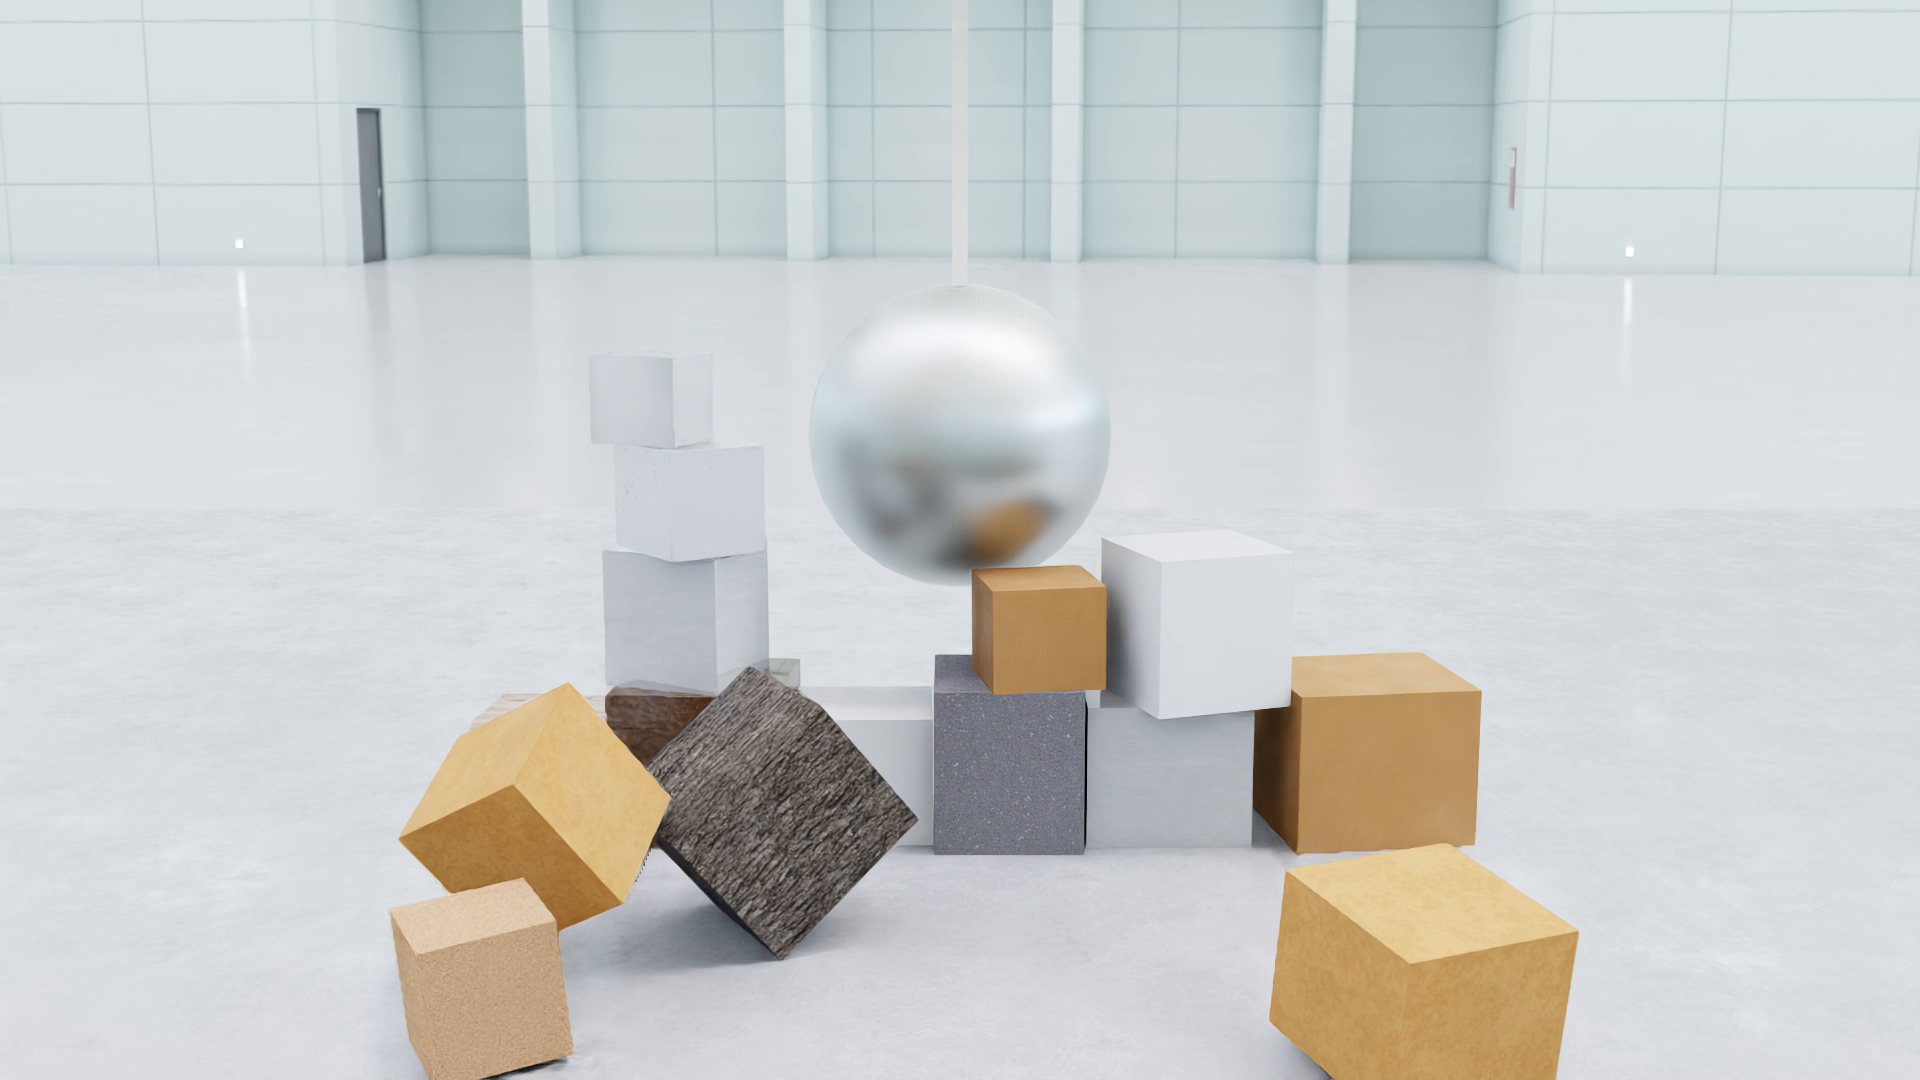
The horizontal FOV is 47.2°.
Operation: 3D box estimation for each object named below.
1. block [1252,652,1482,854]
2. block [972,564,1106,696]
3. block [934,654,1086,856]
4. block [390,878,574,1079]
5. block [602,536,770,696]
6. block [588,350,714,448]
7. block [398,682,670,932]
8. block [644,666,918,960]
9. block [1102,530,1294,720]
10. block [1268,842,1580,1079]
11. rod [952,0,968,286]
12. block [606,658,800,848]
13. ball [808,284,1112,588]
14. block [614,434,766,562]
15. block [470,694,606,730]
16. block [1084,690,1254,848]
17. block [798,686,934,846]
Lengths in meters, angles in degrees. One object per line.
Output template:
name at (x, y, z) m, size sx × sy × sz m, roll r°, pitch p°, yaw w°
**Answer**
block at (2.074, 1.083, 11.359) m, size 0.928 × 0.805 × 0.851 m, roll -2°, pitch 10°, yaw -9°
block at (0.390, 0.443, 11.039) m, size 0.567 × 0.517 × 0.567 m, roll -2°, pitch 11°, yaw -10°
block at (0.242, 1.086, 11.273) m, size 0.746 × 0.831 × 0.822 m, roll 0°, pitch 10°, yaw 0°
block at (-1.850, 1.703, 8.494) m, size 0.532 × 0.552 × 0.511 m, roll -11°, pitch 15°, yaw -23°
block at (-1.393, 0.358, 11.242) m, size 0.619 × 0.695 × 0.632 m, roll 4°, pitch 11°, yaw 19°
block at (-1.529, -0.707, 10.913) m, size 0.475 × 0.437 × 0.384 m, roll 4°, pitch 10°, yaw 23°
block at (-1.760, 1.158, 9.177) m, size 0.656 × 0.697 × 0.662 m, roll -26°, pitch 25°, yaw 27°
block at (-0.873, 1.201, 9.830) m, size 0.859 × 0.746 × 0.815 m, roll -45°, pitch 26°, yaw -14°
block at (1.186, 0.408, 11.101) m, size 0.723 × 0.780 × 0.712 m, roll -4°, pitch 11°, yaw -20°
block at (1.740, 1.658, 8.336) m, size 0.764 × 0.653 × 0.787 m, roll -5°, pitch 19°, yaw -25°
rod at (0.000, -3.830, 10.712) m, size 0.080 × 5.200 × 0.080 m, roll 0°, pitch 15°, yaw 0°
block at (-1.305, 1.088, 11.374) m, size 0.835 × 0.789 × 0.862 m, roll 1°, pitch 10°, yaw 5°
ball at (0.000, -0.549, 11.606) m, size 1.600 × 1.600 × 1.600 m, roll 0°, pitch 10°, yaw 0°
block at (-1.355, -0.224, 11.003) m, size 0.522 × 0.534 × 0.600 m, roll -7°, pitch 12°, yaw -34°
block at (-2.098, 1.173, 11.433) m, size 0.706 × 0.602 × 0.615 m, roll 1°, pitch 10°, yaw 5°
block at (1.048, 1.119, 11.391) m, size 0.829 × 0.723 × 0.800 m, roll 0°, pitch 10°, yaw 0°
block at (-0.494, 1.158, 11.369) m, size 0.704 × 0.653 × 0.683 m, roll 0°, pitch 10°, yaw -1°
